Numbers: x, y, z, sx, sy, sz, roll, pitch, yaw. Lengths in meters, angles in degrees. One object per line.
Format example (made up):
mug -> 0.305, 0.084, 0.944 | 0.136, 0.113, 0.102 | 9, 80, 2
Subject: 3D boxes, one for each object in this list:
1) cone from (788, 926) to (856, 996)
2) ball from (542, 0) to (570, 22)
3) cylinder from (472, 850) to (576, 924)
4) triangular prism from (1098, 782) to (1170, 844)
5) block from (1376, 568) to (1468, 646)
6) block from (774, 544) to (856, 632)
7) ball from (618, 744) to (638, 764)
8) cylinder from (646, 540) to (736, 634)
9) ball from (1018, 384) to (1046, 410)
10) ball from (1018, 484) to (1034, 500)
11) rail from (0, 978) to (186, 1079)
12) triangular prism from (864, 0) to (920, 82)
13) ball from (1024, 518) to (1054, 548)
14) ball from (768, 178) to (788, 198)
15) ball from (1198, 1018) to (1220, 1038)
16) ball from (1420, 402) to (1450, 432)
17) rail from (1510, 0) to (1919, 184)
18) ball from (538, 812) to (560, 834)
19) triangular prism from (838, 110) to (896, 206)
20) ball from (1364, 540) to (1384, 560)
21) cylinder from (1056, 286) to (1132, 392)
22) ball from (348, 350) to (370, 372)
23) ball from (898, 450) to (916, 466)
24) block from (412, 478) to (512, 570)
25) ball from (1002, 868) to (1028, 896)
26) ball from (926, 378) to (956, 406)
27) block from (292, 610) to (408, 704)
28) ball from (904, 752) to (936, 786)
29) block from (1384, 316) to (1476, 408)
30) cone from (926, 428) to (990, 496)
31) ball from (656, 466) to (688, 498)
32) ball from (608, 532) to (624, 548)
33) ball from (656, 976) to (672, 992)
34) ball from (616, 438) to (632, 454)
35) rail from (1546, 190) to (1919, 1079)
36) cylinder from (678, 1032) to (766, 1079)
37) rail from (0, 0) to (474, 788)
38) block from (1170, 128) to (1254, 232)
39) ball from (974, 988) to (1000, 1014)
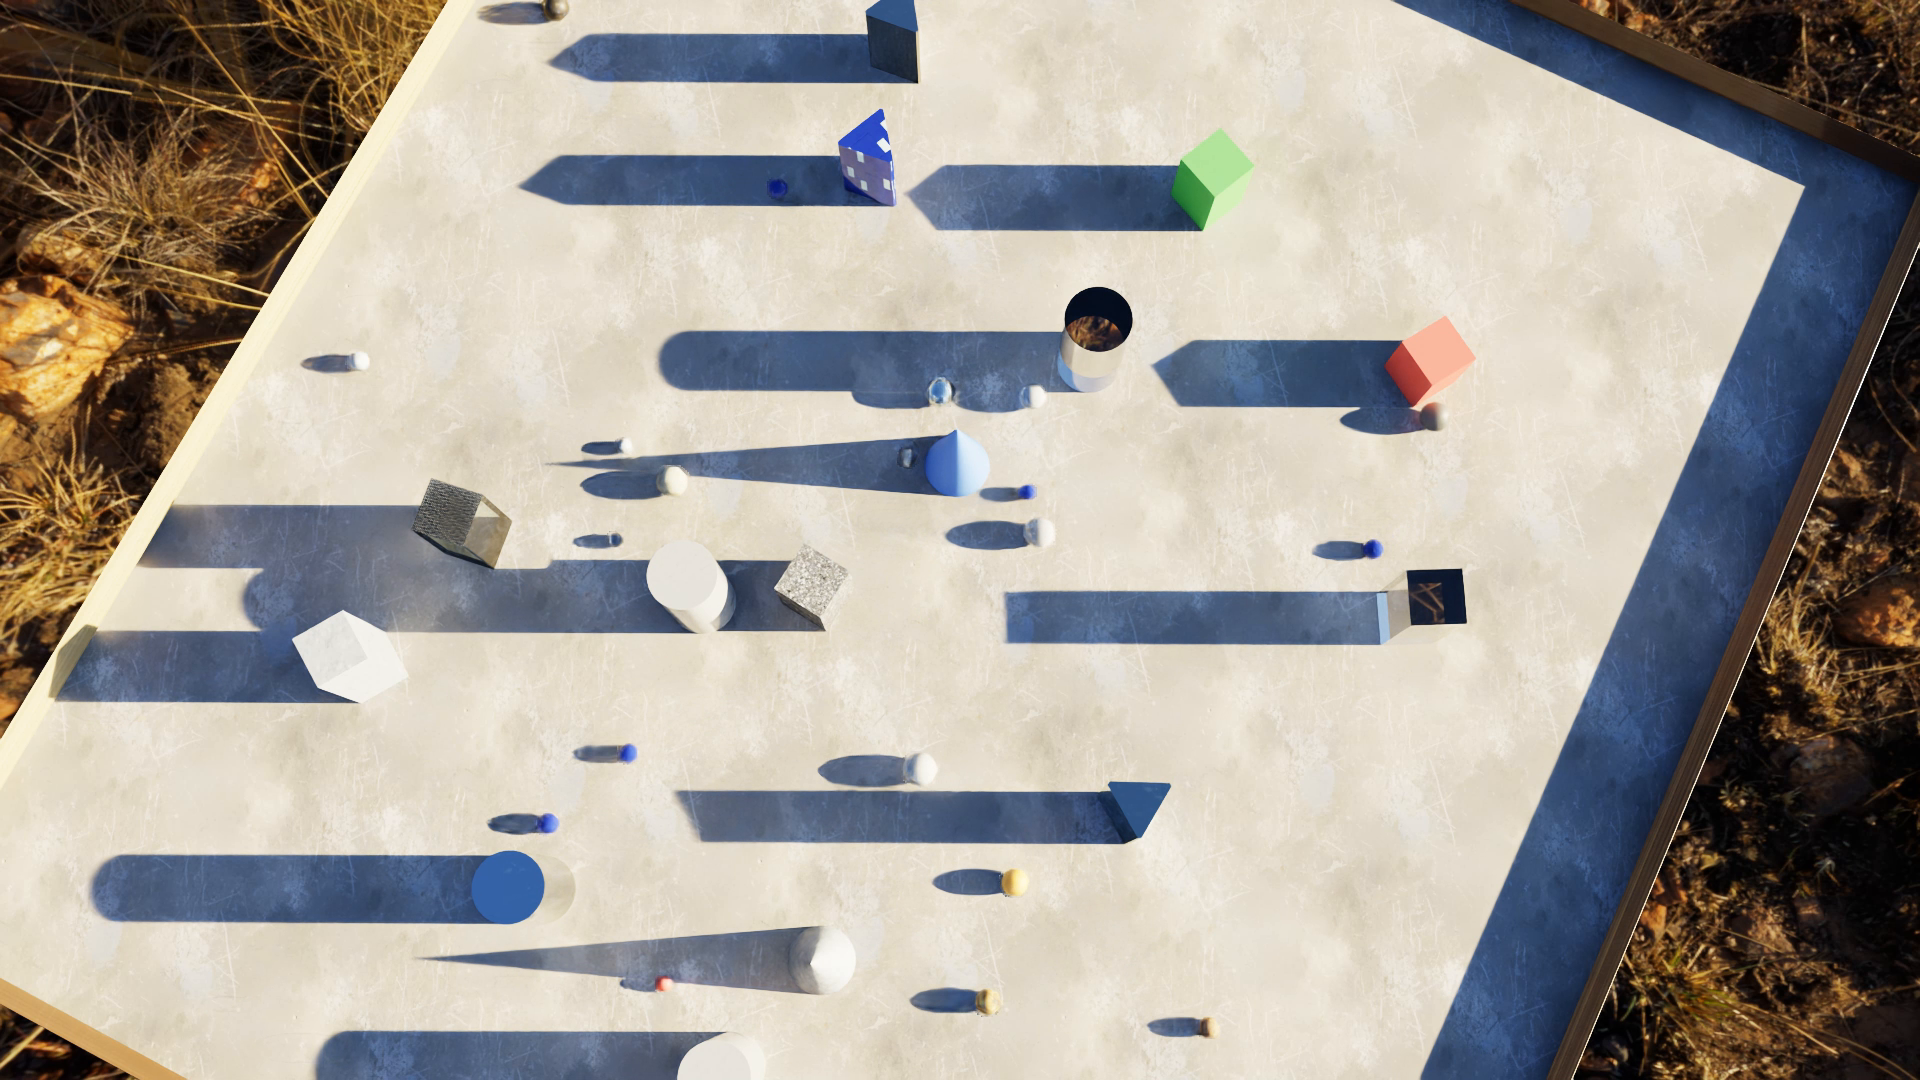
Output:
cone -> -0.405, 1.189, 5.165 | 0.200, 0.403, 0.200 | 0, 78, 0
ball -> -1.310, -1.724, 5.928 | 0.089, 0.089, 0.089 | 0, 78, 0
cylinder -> -1.233, 0.989, 5.201 | 0.200, 0.413, 0.200 | 0, 78, 0
triangular prism -> 0.473, 0.750, 5.247 | 0.150, 0.420, 0.173 | 31, 80, 6
block -> 1.352, 0.200, 5.381 | 0.160, 0.380, 0.160 | -2, 78, 0
block -> -0.429, 0.143, 5.451 | 0.160, 0.265, 0.160 | 32, 80, 6
ball -> -0.987, 0.635, 5.456 | 0.058, 0.058, 0.058 | 0, 78, 0
cylinder -> -0.781, 0.142, 5.364 | 0.200, 0.438, 0.200 | 0, 78, 0
ball -> 0.223, -0.443, 5.667 | 0.081, 0.081, 0.081 | 0, 78, 0
ball -> 0.205, -0.146, 5.622 | 0.049, 0.049, 0.049 | 0, 78, 0
rail -> -1.077, 2.116, 5.111 | 4.485, 0.130, 0.045 | 26, 80, 5
triangular prism -> -0.182, -1.612, 5.772 | 0.173, 0.350, 0.150 | 21, 79, 4
ball -> 0.240, -0.023, 5.573 | 0.094, 0.094, 0.094 | 0, 78, 0
ball -> -0.578, -1.117, 5.817 | 0.060, 0.060, 0.060 | 0, 78, 0
ball -> 0.720, 1.409, 5.295 | 0.059, 0.059, 0.059 | 0, 78, 0
ball -> 1.462, -0.380, 5.648 | 0.092, 0.092, 0.092 | 0, 78, 0
rail -> 1.077, -2.103, 5.985 | 4.485, 0.130, 0.045 | 26, 80, 5
ball -> -1.216, 0.837, 5.411 | 0.063, 0.063, 0.063 | 0, 78, 0
triangular prism -> -0.261, -1.198, 5.686 | 0.173, 0.349, 0.150 | 19, 79, 4
ball -> 1.259, 0.028, 5.580 | 0.061, 0.061, 0.061 | 0, 78, 0
cylinder -> 0.403, -0.599, 5.527 | 0.200, 0.418, 0.200 | 0, 78, 0
ball -> -1.869, -0.557, 5.699 | 0.064, 0.064, 0.064 | 0, 78, 0
ball -> -0.161, -0.253, 5.641 | 0.055, 0.055, 0.055 | 0, 78, 0
block -> -1.475, -0.044, 5.443 | 0.160, 0.358, 0.160 | 18, 79, 4
ball -> 0.161, 1.003, 5.368 | 0.079, 0.079, 0.079 | 0, 78, 0
ball -> -0.061, -0.457, 5.665 | 0.091, 0.091, 0.091 | 0, 78, 0
block -> -1.773, 0.345, 5.348 | 0.160, 0.386, 0.160 | -30, 80, -6
ball -> -0.118, 0.680, 5.425 | 0.100, 0.100, 0.100 | 0, 78, 0
block -> 1.435, -0.543, 5.605 | 0.160, 0.244, 0.160 | -31, 80, -6
cone -> -0.009, -0.274, 5.451 | 0.200, 0.436, 0.200 | 0, 78, 0
ball -> -0.881, -0.178, 5.605 | 0.095, 0.095, 0.095 | 0, 78, 0
ball -> -1.051, 0.000, 5.593 | 0.046, 0.046, 0.046 | 0, 78, 0
ball -> -0.859, 1.291, 5.326 | 0.045, 0.045, 0.045 | 0, 78, 0
ball -> -1.034, -0.289, 5.653 | 0.047, 0.047, 0.047 | 0, 78, 0
rail -> 1.985, 0.979, 5.347 | 0.045, 0.130, 4.865 | 26, 80, 5
cylinder -> -0.662, 1.488, 5.119 | 0.200, 0.370, 0.200 | 0, 78, 0
rail -> -1.985, -0.965, 5.749 | 0.045, 0.130, 4.865 | 26, 80, 5
block -> 0.783, -1.118, 5.704 | 0.160, 0.283, 0.160 | -39, 81, -7
ball -> 0.080, 1.336, 5.302 | 0.075, 0.075, 0.075 | 0, 78, 0
